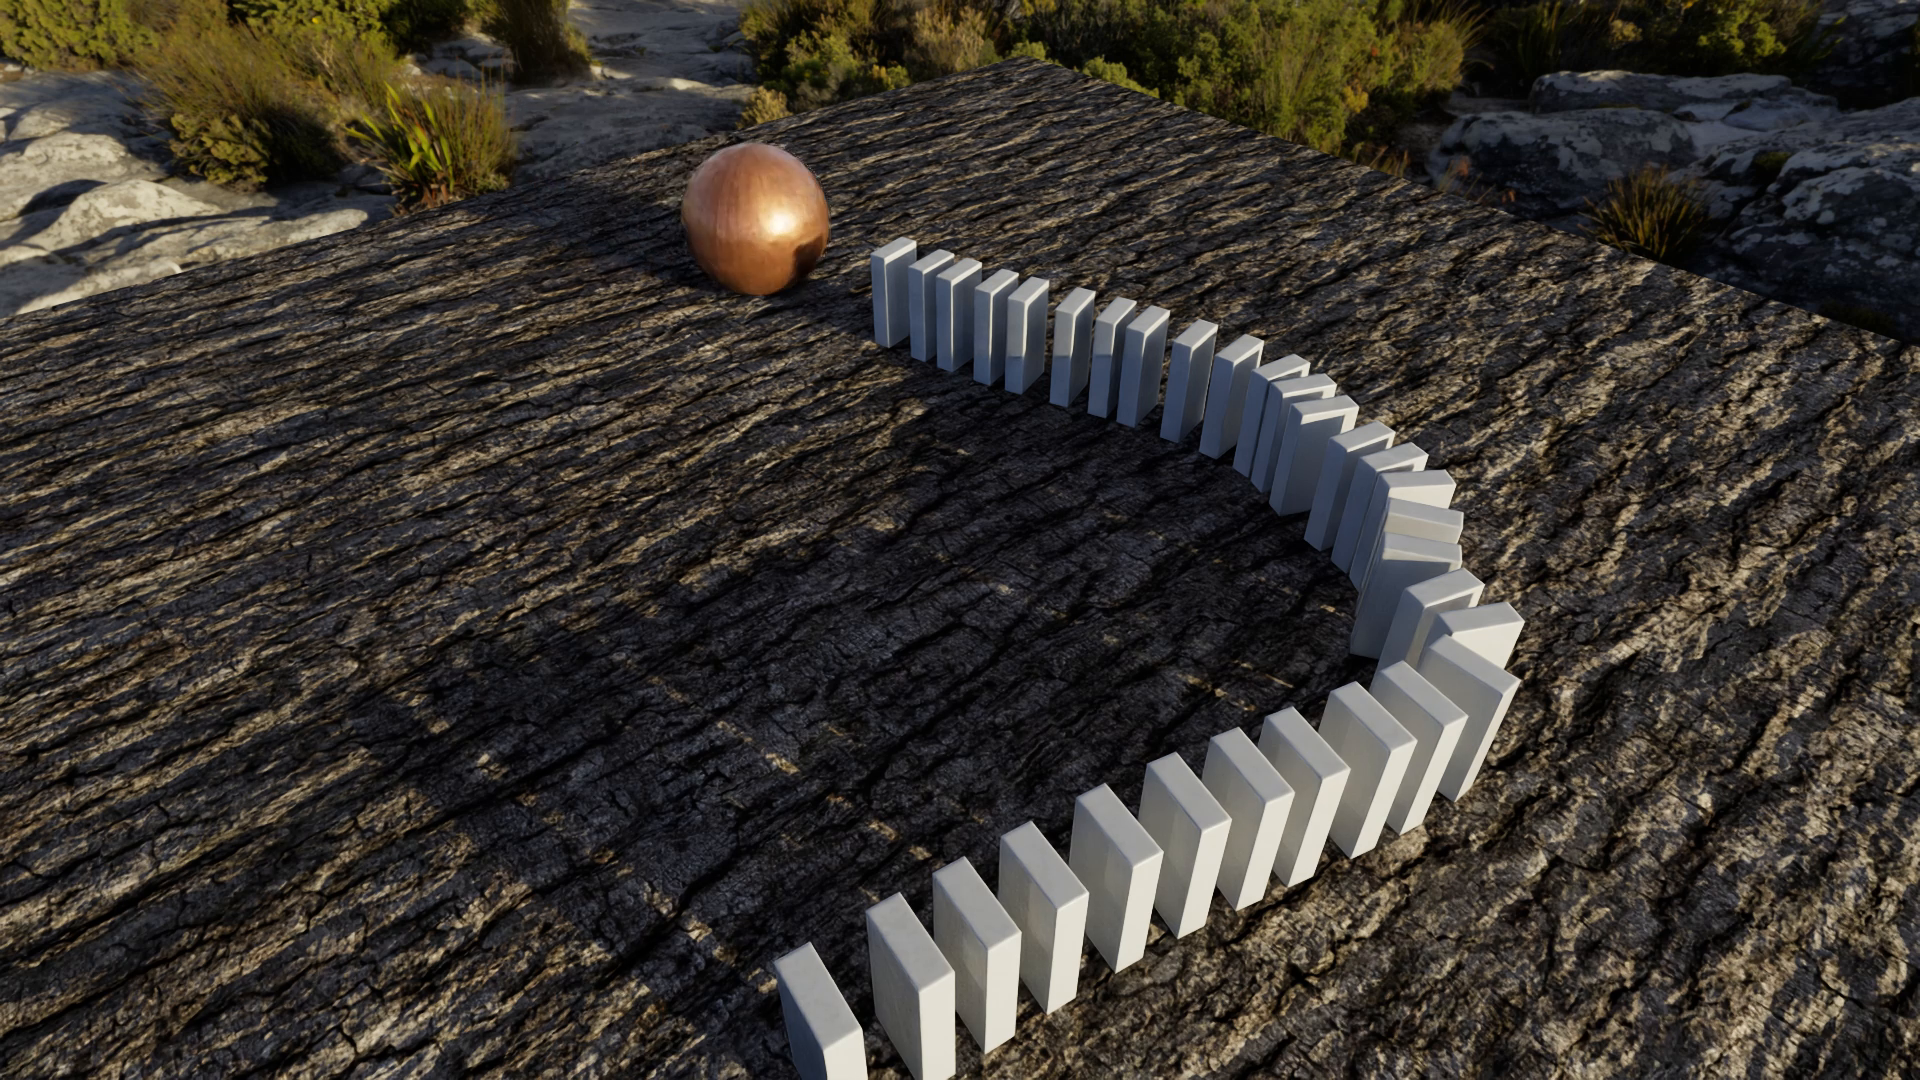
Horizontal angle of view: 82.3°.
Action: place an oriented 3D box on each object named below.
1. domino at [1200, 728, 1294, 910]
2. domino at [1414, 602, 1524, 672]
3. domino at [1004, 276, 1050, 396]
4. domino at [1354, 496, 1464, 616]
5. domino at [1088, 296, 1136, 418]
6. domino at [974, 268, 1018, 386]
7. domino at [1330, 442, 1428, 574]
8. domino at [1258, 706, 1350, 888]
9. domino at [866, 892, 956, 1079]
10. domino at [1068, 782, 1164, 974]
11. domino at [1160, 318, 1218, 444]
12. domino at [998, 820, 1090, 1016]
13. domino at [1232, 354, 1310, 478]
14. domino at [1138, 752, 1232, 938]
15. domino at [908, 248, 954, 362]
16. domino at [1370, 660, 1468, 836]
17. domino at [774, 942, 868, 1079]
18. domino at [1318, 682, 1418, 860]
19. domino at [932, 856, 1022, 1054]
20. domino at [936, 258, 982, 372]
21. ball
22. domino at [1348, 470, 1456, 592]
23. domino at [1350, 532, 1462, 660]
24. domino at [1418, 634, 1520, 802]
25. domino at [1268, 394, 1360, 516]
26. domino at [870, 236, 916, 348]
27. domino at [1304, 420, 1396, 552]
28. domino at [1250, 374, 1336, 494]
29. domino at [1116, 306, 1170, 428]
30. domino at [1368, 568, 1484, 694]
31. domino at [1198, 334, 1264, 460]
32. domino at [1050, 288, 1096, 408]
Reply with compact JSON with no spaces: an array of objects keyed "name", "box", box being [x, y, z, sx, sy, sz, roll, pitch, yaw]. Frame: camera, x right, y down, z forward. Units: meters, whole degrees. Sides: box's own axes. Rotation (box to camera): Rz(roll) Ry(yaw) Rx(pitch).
[{"name":"domino","box":[0.079,0.080,0.314,0.010,0.050,0.025,-16,42,-19]},{"name":"domino","box":[0.162,0.043,0.358,0.025,0.050,0.009,-8,40,-10]},{"name":"domino","box":[0.032,-0.098,0.532,0.009,0.050,0.025,19,43,22]},{"name":"domino","box":[0.162,0.010,0.400,0.025,0.050,0.010,13,41,16]},{"name":"domino","box":[0.071,-0.085,0.516,0.009,0.050,0.025,20,43,22]},{"name":"domino","box":[0.017,-0.104,0.538,0.009,0.050,0.025,22,44,25]},{"name":"domino","box":[0.162,-0.012,0.426,0.025,0.050,0.009,-16,42,-19]},{"name":"domino","box":[0.096,0.075,0.320,0.010,0.050,0.025,-16,42,-19]},{"name":"domino","box":[-0.012,0.113,0.273,0.009,0.050,0.025,-22,44,-25]},{"name":"domino","box":[0.041,0.092,0.299,0.009,0.050,0.025,-20,43,-23]},{"name":"domino","box":[0.104,-0.072,0.499,0.010,0.050,0.025,25,45,27]},{"name":"domino","box":[0.021,0.100,0.289,0.009,0.050,0.025,-21,44,-24]},{"name":"domino","box":[0.135,-0.053,0.477,0.025,0.050,0.010,-22,44,-25]},{"name":"domino","box":[0.060,0.086,0.307,0.010,0.050,0.025,-17,42,-20]},{"name":"domino","box":[-0.014,-0.118,0.556,0.009,0.050,0.025,25,46,28]},{"name":"domino","box":[0.134,0.064,0.334,0.010,0.050,0.025,-19,43,-21]},{"name":"domino","box":[-0.032,0.122,0.263,0.009,0.050,0.025,-22,44,-25]},{"name":"domino","box":[0.117,0.069,0.327,0.009,0.050,0.025,-17,42,-20]},{"name":"domino","box":[0.004,0.107,0.281,0.009,0.050,0.025,-22,44,-25]},{"name":"domino","box":[0.000,-0.112,0.548,0.009,0.050,0.025,25,45,27]},{"name":"ball","box":[-0.111,-0.175,0.601,0.080,0.080,0.080,0,39,0]},{"name":"domino","box":[0.166,-0.003,0.415,0.025,0.050,0.009,-4,39,-4]},{"name":"domino","box":[0.155,0.022,0.385,0.025,0.050,0.009,11,41,13]},{"name":"domino","box":[0.153,0.056,0.343,0.010,0.050,0.025,-27,46,-29]},{"name":"domino","box":[0.145,-0.034,0.453,0.025,0.050,0.010,-10,40,-12]},{"name":"domino","box":[-0.033,-0.127,0.567,0.010,0.050,0.025,25,45,27]},{"name":"domino","box":[0.154,-0.021,0.437,0.025,0.050,0.009,-19,43,-22]},{"name":"domino","box":[0.141,-0.045,0.466,0.025,0.050,0.009,-11,41,-14]},{"name":"domino","box":[0.085,-0.080,0.509,0.009,0.050,0.025,23,45,25]},{"name":"domino","box":[0.156,0.034,0.370,0.025,0.050,0.010,-16,42,-19]},{"name":"domino","box":[0.120,-0.063,0.489,0.009,0.050,0.025,29,48,31]},{"name":"domino","box":[0.053,-0.091,0.523,0.009,0.050,0.025,18,43,21]}]
